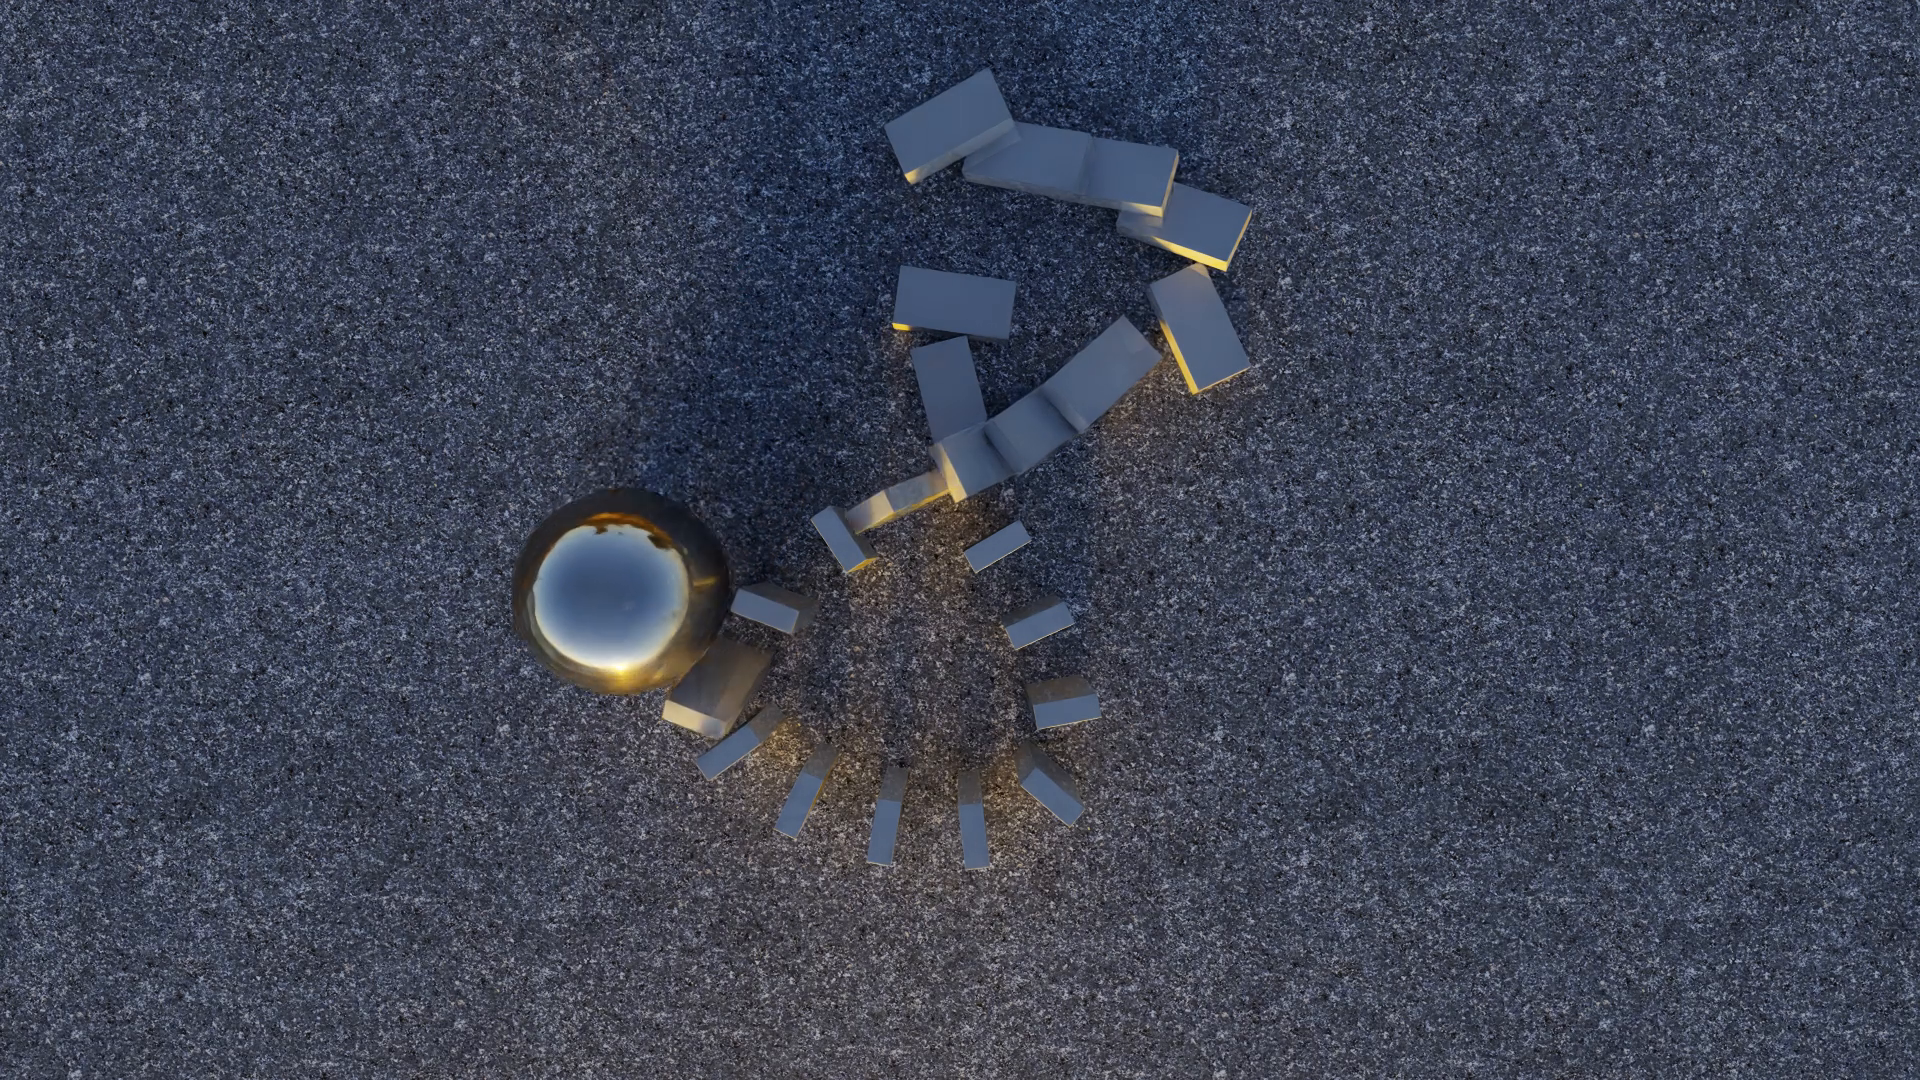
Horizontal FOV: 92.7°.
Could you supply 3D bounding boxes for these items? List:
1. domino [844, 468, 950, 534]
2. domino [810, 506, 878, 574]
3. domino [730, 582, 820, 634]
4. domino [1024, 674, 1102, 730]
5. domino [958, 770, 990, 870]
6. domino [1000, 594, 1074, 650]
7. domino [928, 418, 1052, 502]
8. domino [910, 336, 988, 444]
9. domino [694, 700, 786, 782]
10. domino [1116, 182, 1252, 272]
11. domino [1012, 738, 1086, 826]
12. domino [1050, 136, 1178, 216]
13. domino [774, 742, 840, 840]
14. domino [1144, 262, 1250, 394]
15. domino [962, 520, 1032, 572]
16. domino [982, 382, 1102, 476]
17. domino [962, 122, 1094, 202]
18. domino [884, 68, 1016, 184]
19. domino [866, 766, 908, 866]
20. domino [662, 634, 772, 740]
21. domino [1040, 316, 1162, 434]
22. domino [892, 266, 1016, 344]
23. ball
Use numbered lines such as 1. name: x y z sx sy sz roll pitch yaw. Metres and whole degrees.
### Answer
1. domino: -0.021 -0.018 0.373 0.025 0.050 0.009 -27 90 41
2. domino: -0.046 0.000 0.375 0.010 0.050 0.025 -34 90 0
3. domino: -0.075 0.027 0.375 0.025 0.050 0.009 21 90 0
4. domino: 0.041 0.065 0.375 0.025 0.050 0.009 -11 90 0
5. domino: 0.005 0.113 0.375 0.009 0.050 0.025 -7 90 0
6. domino: 0.030 0.033 0.375 0.025 0.050 0.010 -24 90 0
7. domino: 0.013 -0.037 0.382 0.050 0.010 0.025 -28 92 -34
8. domino: -0.003 -0.060 0.395 0.025 0.010 0.050 -14 90 0
9. domino: -0.089 0.081 0.375 0.025 0.050 0.010 -35 91 0
10. domino: 0.095 -0.136 0.389 0.050 0.009 0.025 25 90 15
11. domino: 0.036 0.098 0.375 0.025 0.050 0.010 40 90 0
12. domino: 0.064 -0.155 0.388 0.050 0.010 0.025 16 90 16
13. domino: -0.062 0.101 0.375 0.010 0.050 0.025 25 90 0
14. domino: 0.102 -0.091 0.395 0.025 0.009 0.050 -25 90 0
15. domino: 0.014 0.002 0.375 0.025 0.050 0.010 -30 90 0
16. domino: 0.036 -0.050 0.384 0.050 0.009 0.025 -37 90 -29
17. domino: 0.028 -0.162 0.389 0.050 0.009 0.025 16 90 15
18. domino: -0.005 -0.175 0.388 0.050 0.010 0.025 -24 80 11
19. domino: -0.029 0.112 0.375 0.009 0.050 0.025 10 90 0
20. domino: -0.098 0.059 0.375 0.025 0.050 0.009 21 117 0
21. domino: 0.060 -0.070 0.386 0.050 0.009 0.025 -42 90 -22
22. domino: -0.002 -0.101 0.395 0.050 0.009 0.025 8 90 0
23. ball: -0.132 0.020 0.360 0.080 0.080 0.080 0 90 0
